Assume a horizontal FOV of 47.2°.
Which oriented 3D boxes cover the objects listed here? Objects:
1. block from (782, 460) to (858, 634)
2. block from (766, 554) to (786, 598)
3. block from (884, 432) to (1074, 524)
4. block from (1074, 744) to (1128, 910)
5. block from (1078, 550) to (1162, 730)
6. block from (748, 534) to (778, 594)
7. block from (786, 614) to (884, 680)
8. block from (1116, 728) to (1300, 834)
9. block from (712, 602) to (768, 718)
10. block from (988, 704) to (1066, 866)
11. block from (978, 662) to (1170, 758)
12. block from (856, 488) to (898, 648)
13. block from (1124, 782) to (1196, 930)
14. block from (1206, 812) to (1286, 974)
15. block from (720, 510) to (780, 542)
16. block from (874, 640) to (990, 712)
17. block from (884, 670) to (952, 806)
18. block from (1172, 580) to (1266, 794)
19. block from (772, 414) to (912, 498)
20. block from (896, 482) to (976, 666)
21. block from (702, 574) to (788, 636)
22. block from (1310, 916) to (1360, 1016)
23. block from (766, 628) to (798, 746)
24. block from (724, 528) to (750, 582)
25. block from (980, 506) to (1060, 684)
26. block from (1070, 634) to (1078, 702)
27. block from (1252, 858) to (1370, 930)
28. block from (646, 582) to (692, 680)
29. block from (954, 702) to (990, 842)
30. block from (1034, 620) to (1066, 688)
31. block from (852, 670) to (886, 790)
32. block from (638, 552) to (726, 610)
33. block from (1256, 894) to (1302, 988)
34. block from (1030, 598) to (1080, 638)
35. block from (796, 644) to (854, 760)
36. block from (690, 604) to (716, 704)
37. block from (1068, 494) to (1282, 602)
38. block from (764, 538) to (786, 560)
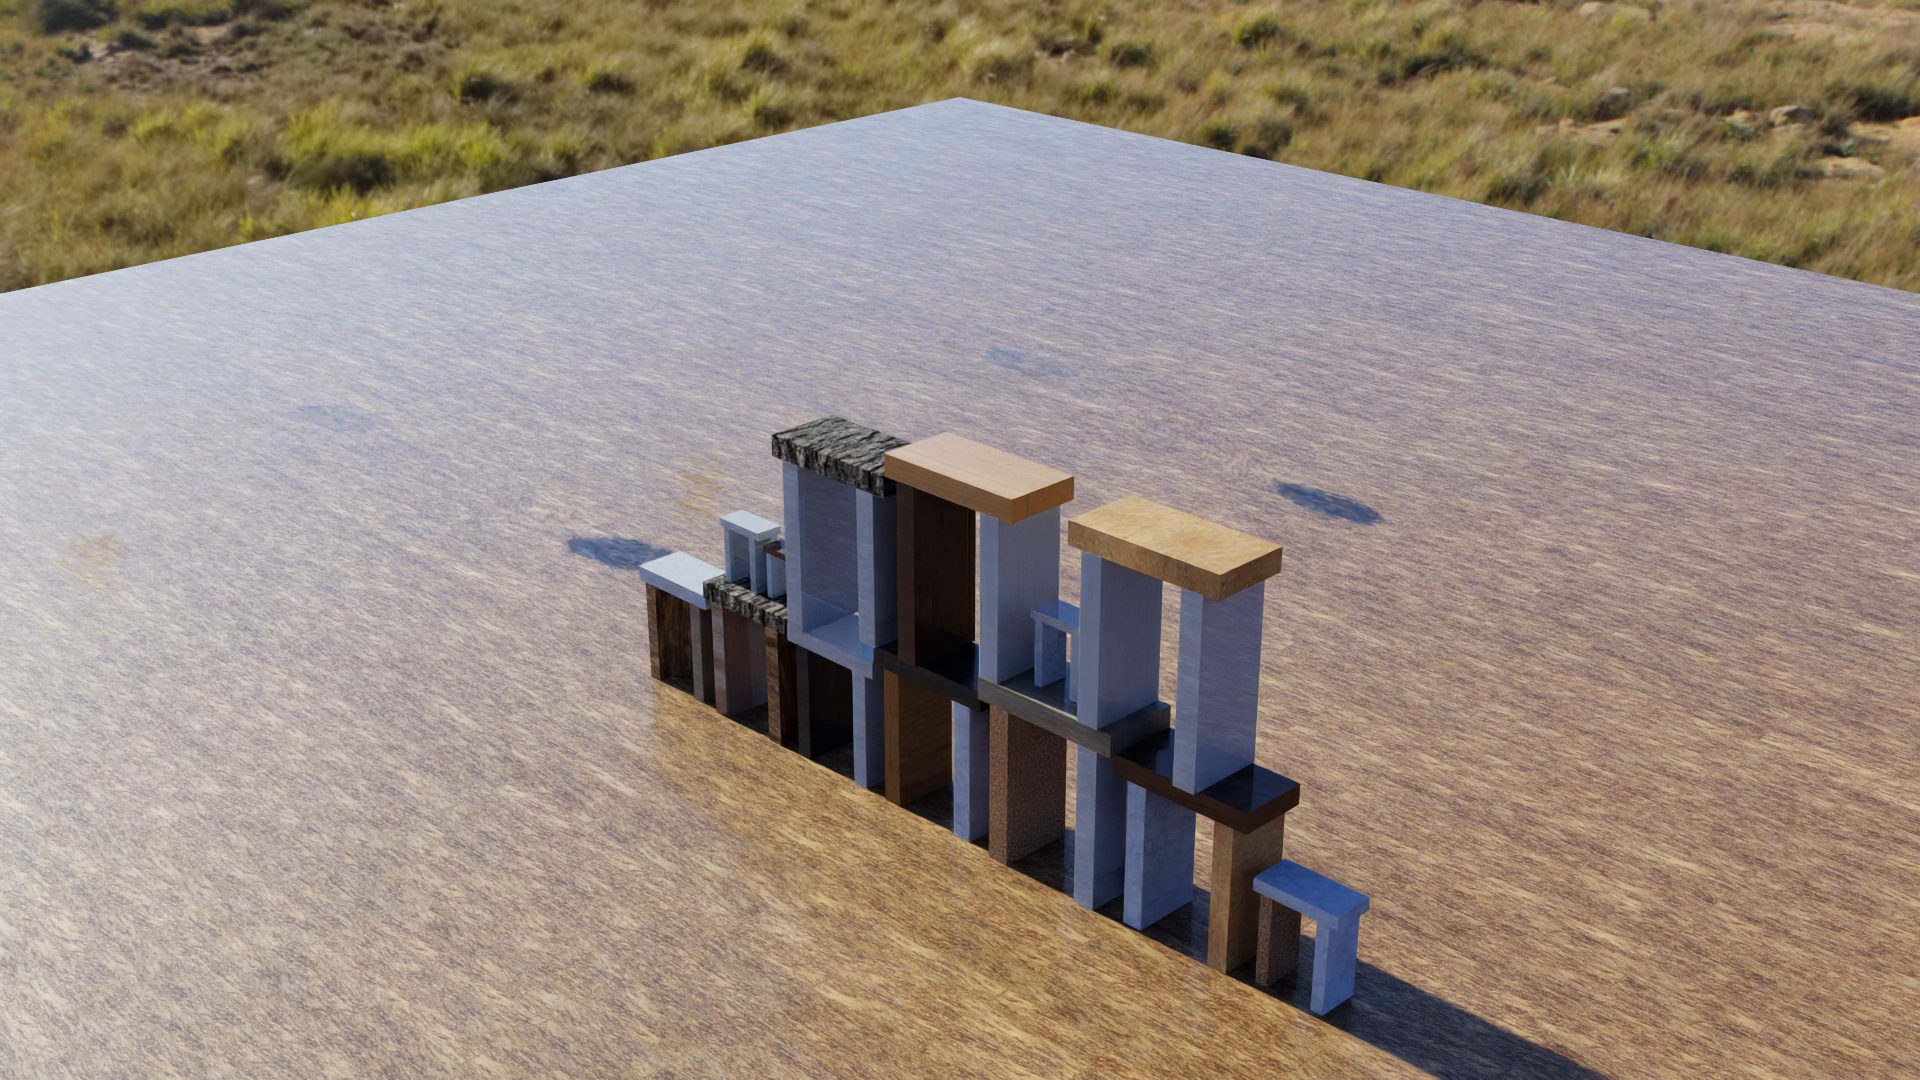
[{"bbox_3d":[-0.283,-0.006,4.534,0.165,0.372,0.047,-21,31,-40],"label":"block"},{"bbox_3d":[-0.386,0.069,4.676,0.014,0.102,0.051,21,31,41],"label":"block"},{"bbox_3d":[0.034,-0.120,4.143,0.336,0.048,0.168,21,31,41],"label":"block"},{"bbox_3d":[0.291,0.511,4.127,0.048,0.336,0.168,21,31,41],"label":"block"},{"bbox_3d":[0.290,0.157,3.973,0.170,0.340,0.048,-21,31,-40],"label":"block"},{"bbox_3d":[-0.419,0.047,4.698,0.018,0.126,0.063,21,31,41],"label":"block"},{"bbox_3d":[-0.222,0.210,4.548,0.131,0.037,0.262,-21,31,-40],"label":"block"},{"bbox_3d":[0.442,0.428,3.932,0.299,0.042,0.149,21,31,41],"label":"block"},{"bbox_3d":[-0.477,0.243,4.840,0.038,0.271,0.135,21,31,41],"label":"block"},{"bbox_3d":[0.133,0.449,4.273,0.048,0.336,0.168,21,31,41],"label":"block"},{"bbox_3d":[0.212,0.304,4.125,0.168,0.048,0.336,-21,31,-41],"label":"block"},{"bbox_3d":[-0.127,0.035,4.384,0.165,0.329,0.047,-21,31,-41],"label":"block"},{"bbox_3d":[0.371,0.558,4.064,0.042,0.299,0.149,21,31,41],"label":"block"},{"bbox_3d":[0.512,0.613,3.934,0.042,0.299,0.149,21,31,41],"label":"block"},{"bbox_3d":[-0.448,-0.031,4.697,0.126,0.018,0.063,21,31,41],"label":"block"},{"bbox_3d":[-0.014,0.250,4.352,0.299,0.042,0.149,21,31,41],"label":"block"},{"bbox_3d":[-0.085,0.380,4.483,0.042,0.299,0.149,21,31,41],"label":"block"},{"bbox_3d":[0.451,0.239,3.834,0.170,0.382,0.048,-21,31,-41],"label":"block"},{"bbox_3d":[-0.205,-0.168,4.381,0.165,0.047,0.329,-21,31,-41],"label":"block"},{"bbox_3d":[-0.046,0.045,4.299,0.048,0.378,0.168,21,31,41],"label":"block"},{"bbox_3d":[-0.413,0.126,4.721,0.271,0.038,0.135,21,31,41],"label":"block"},{"bbox_3d":[0.652,0.726,3.817,0.026,0.182,0.091,21,31,41],"label":"block"},{"bbox_3d":[-0.350,0.293,4.723,0.038,0.271,0.135,21,31,41],"label":"block"},{"bbox_3d":[-0.478,0.023,4.752,0.018,0.126,0.063,21,31,41],"label":"block"},{"bbox_3d":[0.113,0.087,4.145,0.048,0.336,0.168,21,31,41],"label":"block"},{"bbox_3d":[0.234,0.228,4.070,0.067,0.134,0.019,-21,31,-41],"label":"block"},{"bbox_3d":[0.609,0.614,3.816,0.182,0.026,0.091,21,31,41],"label":"block"},{"bbox_3d":[-0.652,0.192,5.007,0.033,0.236,0.118,21,31,41],"label":"block"},{"bbox_3d":[0.056,0.435,4.354,0.042,0.299,0.149,21,31,41],"label":"block"},{"bbox_3d":[0.170,0.203,4.129,0.067,0.134,0.019,-21,31,-41],"label":"block"},{"bbox_3d":[-0.160,0.372,4.550,0.037,0.262,0.131,21,31,41],"label":"block"},{"bbox_3d":[-0.596,0.089,4.904,0.236,0.033,0.118,21,31,41],"label":"block"},{"bbox_3d":[0.566,0.692,3.896,0.026,0.182,0.091,21,31,41],"label":"block"},{"bbox_3d":[0.202,0.145,4.070,0.134,0.019,0.067,21,31,41],"label":"block"},{"bbox_3d":[-0.283,0.323,4.663,0.037,0.262,0.131,21,31,41],"label":"block"},{"bbox_3d":[-0.541,0.235,4.905,0.033,0.236,0.118,21,31,41],"label":"block"},{"bbox_3d":[0.371,0.010,3.824,0.340,0.048,0.170,21,31,41],"label":"block"},{"bbox_3d":[-0.362,0.025,4.632,0.102,0.014,0.051,21,31,41],"label":"block"}]
